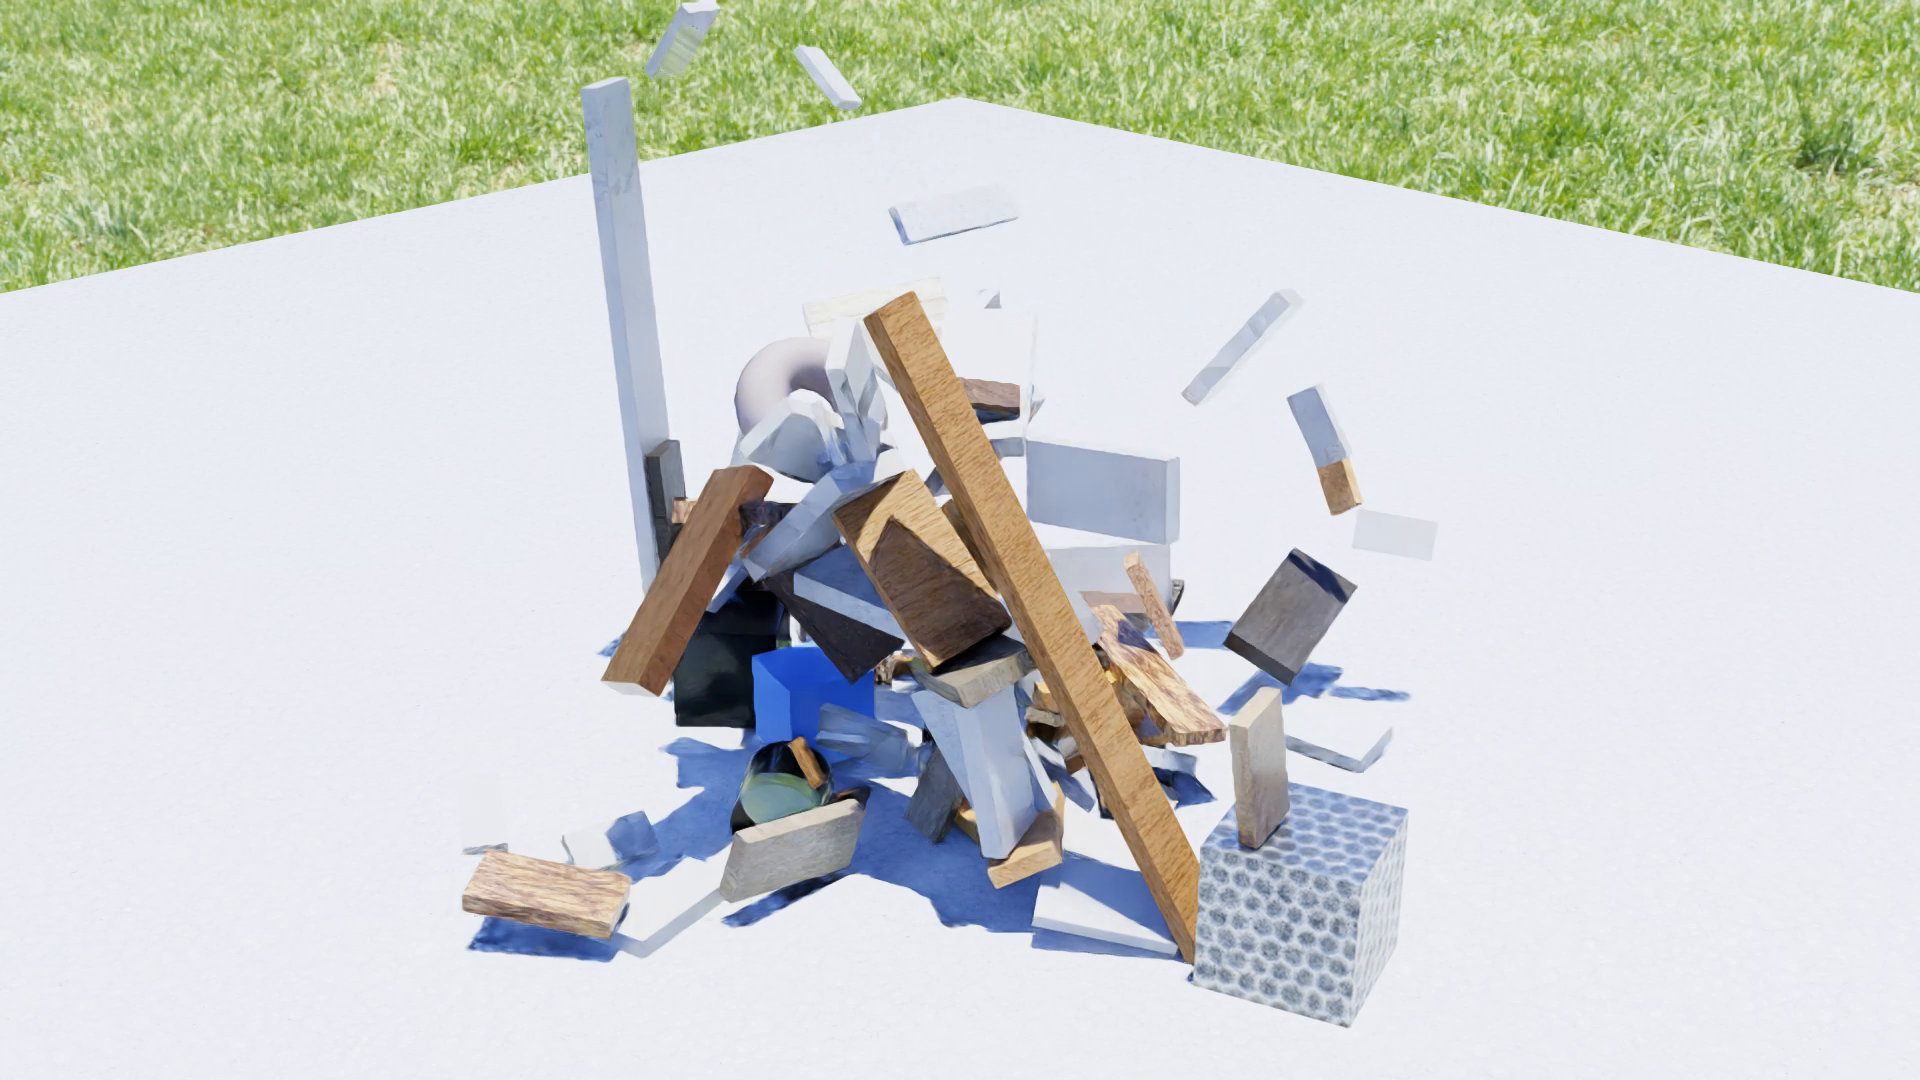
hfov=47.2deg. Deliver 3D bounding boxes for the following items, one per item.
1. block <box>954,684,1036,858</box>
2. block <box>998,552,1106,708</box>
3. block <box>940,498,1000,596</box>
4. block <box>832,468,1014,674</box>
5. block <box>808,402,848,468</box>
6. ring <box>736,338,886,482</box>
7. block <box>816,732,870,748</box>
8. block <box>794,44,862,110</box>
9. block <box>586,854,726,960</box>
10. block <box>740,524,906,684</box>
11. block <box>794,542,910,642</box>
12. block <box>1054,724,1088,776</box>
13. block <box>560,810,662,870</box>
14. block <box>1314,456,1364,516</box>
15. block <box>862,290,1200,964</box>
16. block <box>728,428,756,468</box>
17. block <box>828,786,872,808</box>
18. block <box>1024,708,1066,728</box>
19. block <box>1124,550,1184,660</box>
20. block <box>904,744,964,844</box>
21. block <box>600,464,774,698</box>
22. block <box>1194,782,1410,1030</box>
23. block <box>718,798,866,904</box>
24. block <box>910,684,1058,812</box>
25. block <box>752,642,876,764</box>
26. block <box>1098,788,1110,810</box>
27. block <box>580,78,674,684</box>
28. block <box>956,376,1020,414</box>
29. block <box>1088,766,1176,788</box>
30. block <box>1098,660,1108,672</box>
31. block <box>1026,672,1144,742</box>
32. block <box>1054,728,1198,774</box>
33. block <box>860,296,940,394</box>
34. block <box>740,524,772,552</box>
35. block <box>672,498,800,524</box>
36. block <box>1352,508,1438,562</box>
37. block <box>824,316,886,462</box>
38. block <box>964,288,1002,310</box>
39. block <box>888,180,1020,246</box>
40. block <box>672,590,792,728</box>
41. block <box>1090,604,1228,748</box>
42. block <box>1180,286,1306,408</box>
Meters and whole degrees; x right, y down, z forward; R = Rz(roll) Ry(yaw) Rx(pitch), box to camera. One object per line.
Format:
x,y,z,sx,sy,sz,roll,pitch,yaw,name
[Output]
0.067,0.408,4.008,0.043,0.306,0.153,0,23,26,block
0.108,0.180,4.708,0.237,0.237,0.237,13,57,51,block
0.007,0.068,4.350,0.155,0.311,0.044,36,50,17,block
-0.069,0.055,4.026,0.172,0.345,0.049,-29,-13,-14,block
-0.234,-0.189,3.941,0.017,0.121,0.061,-23,-1,6,block
-0.286,-0.251,4.251,0.308,0.308,0.103,-14,-17,-30,ring
-0.227,0.388,4.274,0.099,0.014,0.050,7,-17,-10,block
-0.284,-0.994,4.727,0.163,0.023,0.081,53,28,16,block
-0.555,0.681,4.105,0.137,0.039,0.274,14,27,30,block
-0.268,0.104,4.532,0.178,0.356,0.050,-39,4,9,block
-0.133,0.103,4.231,0.345,0.049,0.172,21,35,34,block
0.232,0.398,4.273,0.026,0.092,0.184,-16,-10,-15,block
-0.678,0.591,4.276,0.173,0.024,0.086,-15,64,-31,block
0.830,-0.148,4.852,0.024,0.172,0.086,-8,-14,-33,block
0.164,0.164,3.889,0.035,1.294,0.125,-20,12,36,block
-0.460,-0.188,4.741,0.044,0.441,0.156,20,41,-3,block
-0.216,0.505,4.250,0.014,0.050,0.099,33,23,33,block
0.227,0.378,4.556,0.173,0.024,0.086,16,-4,-40,block
0.417,0.140,4.712,0.032,0.225,0.113,-26,10,9,block
-0.039,0.495,4.321,0.092,0.184,0.026,36,23,30,block
-0.511,0.075,4.118,0.050,0.466,0.178,35,-18,-26,block
0.606,0.634,3.900,0.286,0.286,0.286,11,25,25,block
-0.313,0.582,4.135,0.300,0.137,0.039,-10,36,-46,block
0.046,0.386,4.130,0.153,0.306,0.043,-19,19,26,block
-0.311,0.350,4.691,0.194,0.194,0.194,-13,26,-25,block
0.319,0.514,4.486,0.071,0.020,0.141,22,21,-10,block
-0.697,-0.328,4.818,0.039,1.338,0.138,3,21,20,block
0.050,-0.266,4.048,0.121,0.017,0.061,6,49,-5,block
0.340,0.484,4.595,0.212,0.020,0.071,5,24,12,block
0.255,0.294,4.906,0.125,0.125,0.125,-8,24,-19,block
0.274,0.350,4.663,0.266,0.133,0.038,-7,34,-26,block
0.342,0.436,4.548,0.269,0.038,0.133,8,-5,39,block
-0.085,-0.360,4.512,0.276,0.039,0.138,40,70,-1,block
-0.311,0.066,4.613,0.138,0.276,0.039,-44,19,11,block
-0.317,-0.056,4.379,0.504,0.044,0.155,1,3,-7,block
0.941,-0.011,4.764,0.172,0.086,0.024,10,-2,7,block
-0.185,-0.269,3.931,0.035,0.249,0.125,1,52,13,block
0.056,-0.349,4.645,0.039,0.337,0.138,10,39,25,block
-0.009,-0.669,4.497,0.323,0.081,0.023,-20,-5,-42,block
-0.501,0.261,4.856,0.226,0.226,0.226,1,23,3,block
0.386,0.279,4.640,0.113,0.032,0.548,-5,27,-22,block
0.631,-0.431,4.900,0.044,0.312,0.156,46,21,8,block
